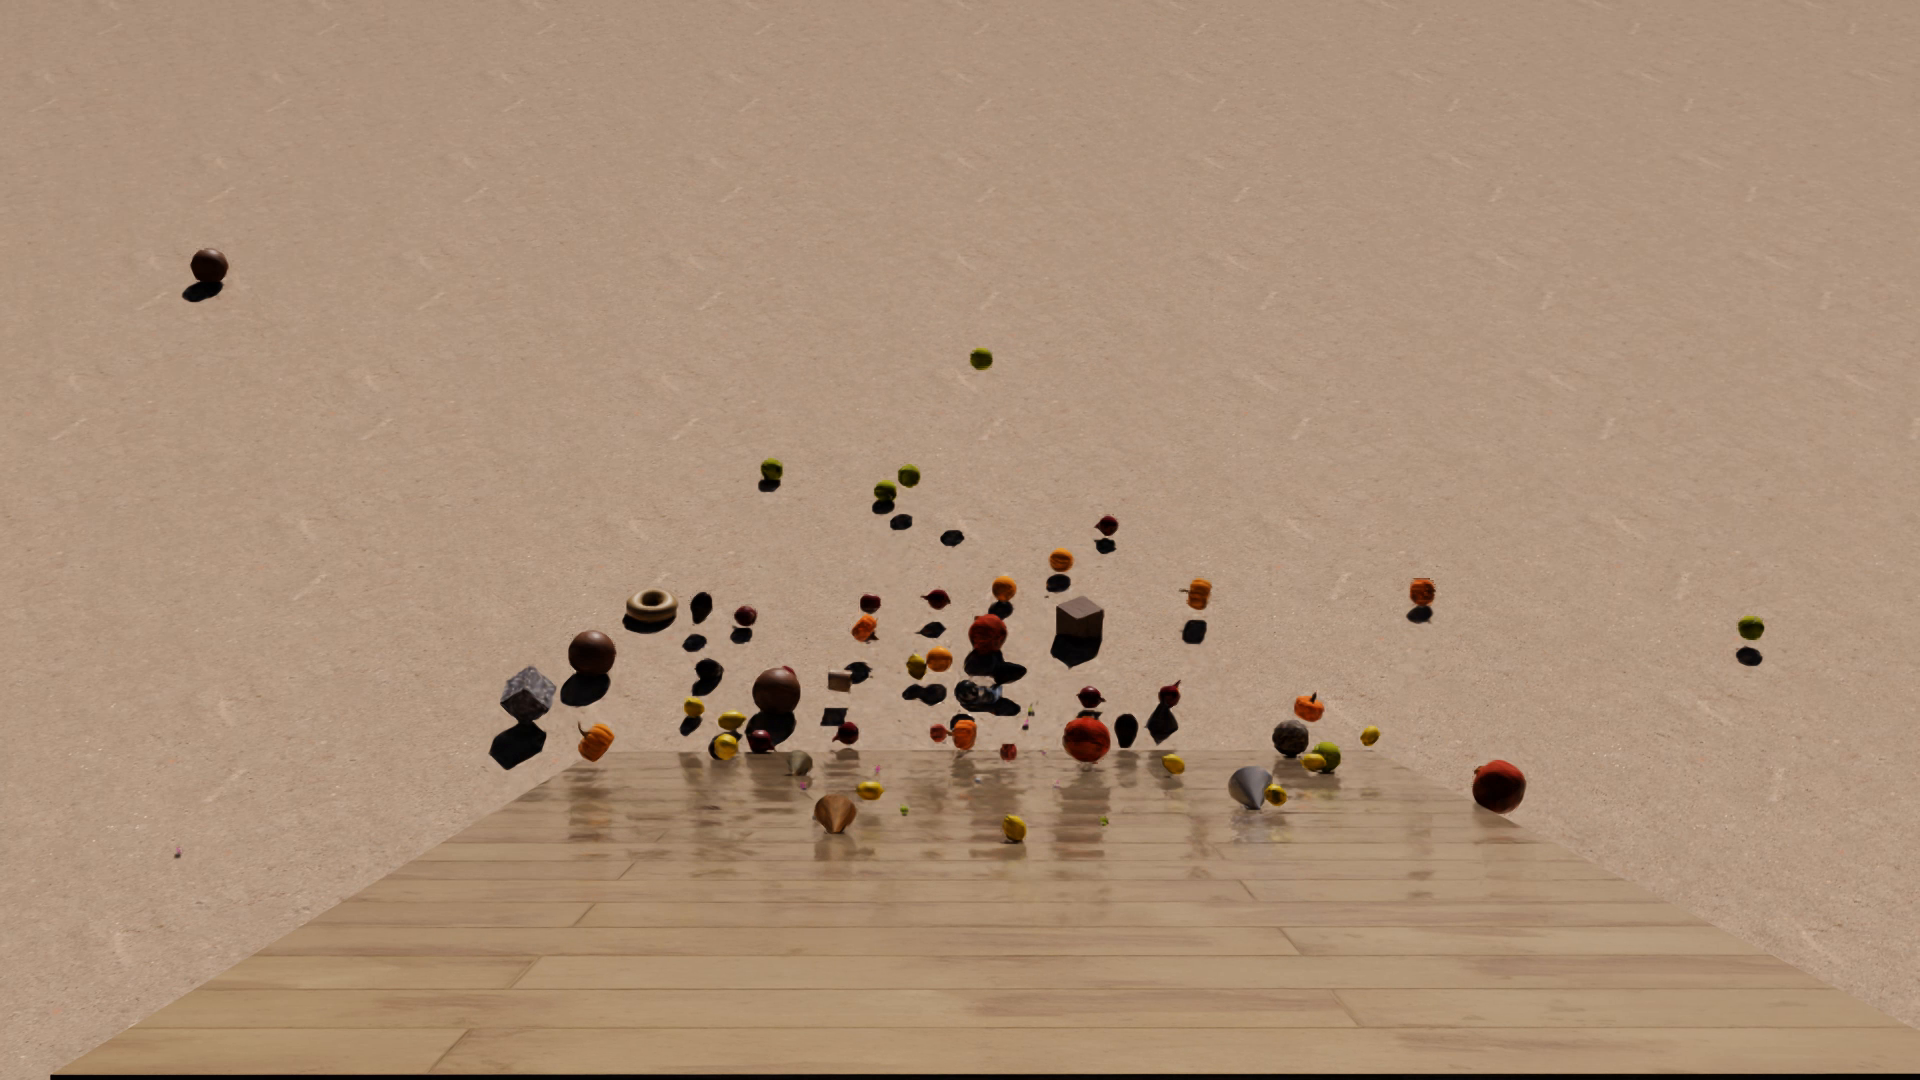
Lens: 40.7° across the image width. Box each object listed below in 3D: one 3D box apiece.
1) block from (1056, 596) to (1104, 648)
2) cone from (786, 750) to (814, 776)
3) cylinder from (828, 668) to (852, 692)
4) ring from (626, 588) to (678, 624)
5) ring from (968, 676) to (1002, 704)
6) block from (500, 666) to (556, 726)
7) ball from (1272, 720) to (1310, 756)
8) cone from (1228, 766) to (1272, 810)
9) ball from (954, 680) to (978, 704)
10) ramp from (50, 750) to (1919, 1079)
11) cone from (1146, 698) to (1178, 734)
[{"bbox_3d":[0.337,0.229,7.278,0.093,0.093,0.093,-19,35,-30],"label":"block"},{"bbox_3d":[-0.378,0.529,5.971,0.064,0.064,0.064,6,28,11],"label":"cone"},{"bbox_3d":[-0.323,0.379,6.972,0.059,0.059,0.059,8,30,3],"label":"cylinder"},{"bbox_3d":[-0.881,0.188,7.395,0.148,0.049,0.148,0,31,0],"label":"ring"},{"bbox_3d":[0.060,0.407,7.024,0.113,0.038,0.113,0,31,0],"label":"ring"},{"bbox_3d":[-1.147,0.413,6.873,0.096,0.096,0.096,-32,29,25],"label":"block"},{"bbox_3d":[0.831,0.497,6.494,0.091,0.091,0.091,0,30,0],"label":"ball"},{"bbox_3d":[0.598,0.523,5.249,0.093,0.093,0.093,-2,27,-4],"label":"cone"},{"bbox_3d":[0.018,0.408,6.944,0.064,0.064,0.064,0,30,0],"label":"ball"},{"bbox_3d":[0.067,0.595,4.650,2.000,0.100,4.000,0,0,0],"label":"ramp"},{"bbox_3d":[0.540,0.456,6.887,0.088,0.088,0.088,0,30,0],"label":"cone"}]
